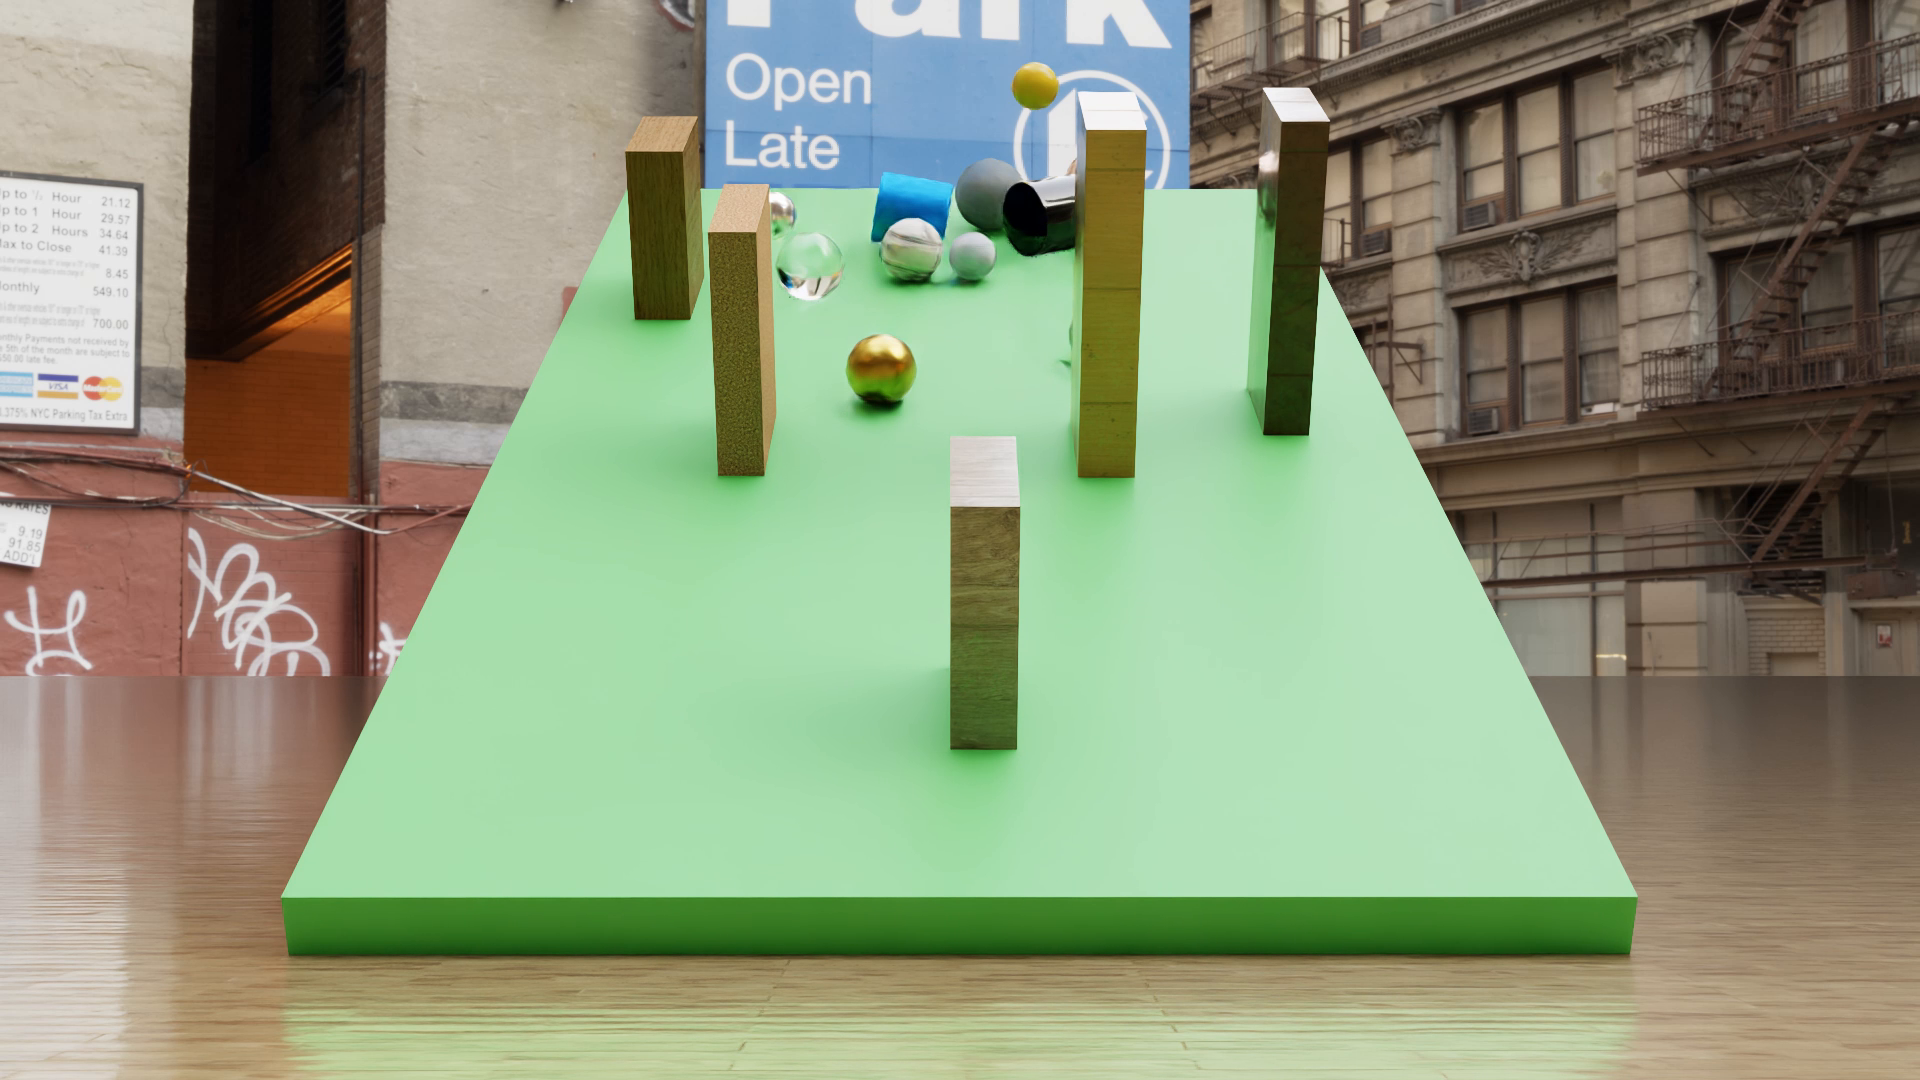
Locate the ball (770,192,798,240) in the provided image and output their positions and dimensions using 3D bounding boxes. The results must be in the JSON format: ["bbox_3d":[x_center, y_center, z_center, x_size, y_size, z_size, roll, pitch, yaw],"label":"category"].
[{"bbox_3d":[-0.495,-0.859,6.147,0.126,0.126,0.126,0,-3,0],"label":"ball"}]

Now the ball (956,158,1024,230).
[{"bbox_3d":[0.088,-0.989,6.640,0.203,0.203,0.203,0,-3,0],"label":"ball"}]

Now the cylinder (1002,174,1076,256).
[{"bbox_3d":[0.261,-0.903,6.435,0.204,0.204,0.204,-14,5,-32],"label":"cylinder"}]

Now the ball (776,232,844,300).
[{"bbox_3d":[-0.390,-0.713,6.037,0.178,0.178,0.178,0,-3,0],"label":"ball"}]

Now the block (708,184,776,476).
[{"bbox_3d":[-0.466,-0.458,5.005,0.099,0.535,0.379,0,24,0],"label":"block"}]

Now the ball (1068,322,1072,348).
[{"bbox_3d":[0.336,-0.493,5.570,0.152,0.152,0.152,0,-3,0],"label":"ball"}]

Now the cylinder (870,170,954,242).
[{"bbox_3d":[-0.132,-0.906,6.421,0.195,0.195,0.195,14,-4,-3],"label":"cylinder"}]

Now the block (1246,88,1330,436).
[{"bbox_3d":[0.727,-0.620,5.168,0.102,0.707,0.316,0,24,0],"label":"block"}]

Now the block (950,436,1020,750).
[{"bbox_3d":[0.039,0.085,3.887,0.111,0.435,0.308,0,24,0],"label":"block"}]

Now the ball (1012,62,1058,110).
[{"bbox_3d":[0.222,-1.345,6.873,0.140,0.140,0.140,0,-3,0],"label":"ball"}]

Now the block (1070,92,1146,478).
[{"bbox_3d":[0.311,-0.544,4.938,0.121,0.749,0.336,0,24,0],"label":"block"}]

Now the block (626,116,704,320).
[{"bbox_3d":[-0.758,-0.836,5.994,0.142,0.436,0.372,0,24,0],"label":"block"}]

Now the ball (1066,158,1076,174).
[{"bbox_3d":[0.407,-1.032,6.736,0.208,0.208,0.208,0,-3,0],"label":"ball"}]

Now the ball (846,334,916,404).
[{"bbox_3d":[-0.181,-0.391,5.319,0.163,0.163,0.163,0,-3,0],"label":"ball"}]

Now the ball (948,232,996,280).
[{"bbox_3d":[0.033,-0.760,6.210,0.129,0.129,0.129,0,-3,0],"label":"ball"}]

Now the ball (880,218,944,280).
[{"bbox_3d":[-0.128,-0.776,6.197,0.167,0.167,0.167,0,-3,0],"label":"ball"}]

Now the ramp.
[{"bbox_3d":[-0.008,-0.227,5.272,2.000,0.100,4.000,0,24,0],"label":"ramp"}]
